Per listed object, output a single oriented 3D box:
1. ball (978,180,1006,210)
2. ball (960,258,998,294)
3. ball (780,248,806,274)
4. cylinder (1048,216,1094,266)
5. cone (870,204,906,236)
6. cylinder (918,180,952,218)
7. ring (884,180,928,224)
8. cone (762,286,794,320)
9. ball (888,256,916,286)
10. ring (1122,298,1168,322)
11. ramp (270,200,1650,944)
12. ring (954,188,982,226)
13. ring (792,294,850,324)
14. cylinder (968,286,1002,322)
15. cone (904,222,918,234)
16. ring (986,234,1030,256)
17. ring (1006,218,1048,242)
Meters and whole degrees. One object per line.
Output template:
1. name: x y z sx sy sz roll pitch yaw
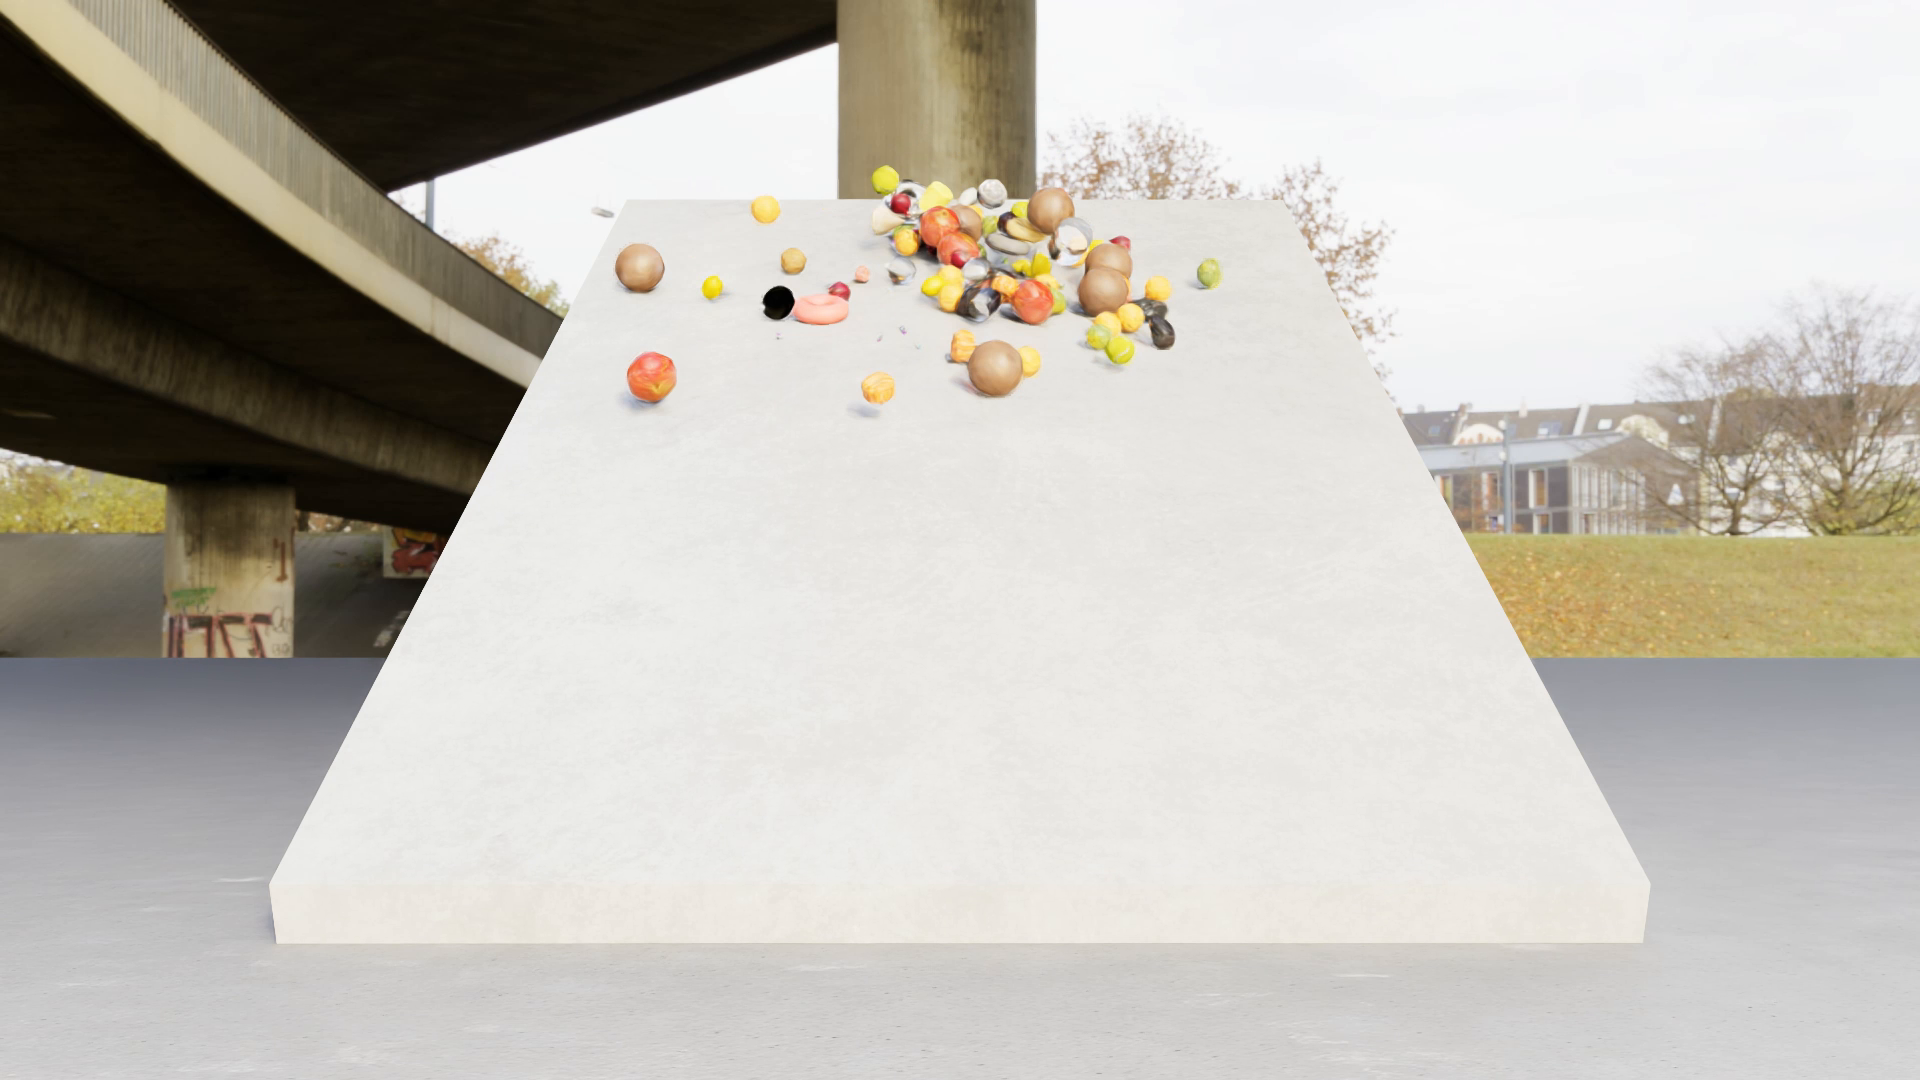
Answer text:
1. ball: 0.085 -0.924 6.157 0.079 0.079 0.079 0 -3 0
2. ball: 0.050 -0.697 6.083 0.097 0.097 0.097 0 -3 0
3. ball: -0.453 -0.758 6.262 0.072 0.072 0.072 0 -3 0
4. cylinder: 0.286 -0.773 5.965 0.093 0.093 0.093 1 -19 -16
5. cone: -0.185 -0.884 6.388 0.088 0.088 0.088 8 2 36
6. cylinder: -0.070 -0.958 6.479 0.072 0.072 0.072 3 -44 -49
7. ring: -0.145 -0.961 6.551 0.145 0.145 0.048 0 -32 -4
8. cone: -0.448 -0.594 5.890 0.090 0.090 0.090 -1 -10 18
9. ball: -0.154 -0.720 6.166 0.075 0.075 0.075 0 -3 0
10. ring: 0.474 -0.586 5.897 0.118 0.039 0.118 -1 23 0
11. ramp: -0.007 -0.224 5.203 2.000 0.100 4.000 0 23 0
12. ring: 0.025 -0.968 6.717 0.039 0.118 0.118 26 9 24
13. ring: -0.356 -0.589 5.887 0.147 0.049 0.147 1 23 0
14. cylinder: 0.063 -0.595 5.818 0.063 0.063 0.063 -2 36 40
15. cone: -0.144 -0.922 6.677 0.086 0.086 0.086 -2 -27 -1
16. ring: 0.130 -0.803 6.265 0.125 0.042 0.125 14 13 -3
17. ring: 0.183 -0.844 6.281 0.118 0.039 0.118 9 26 -5
